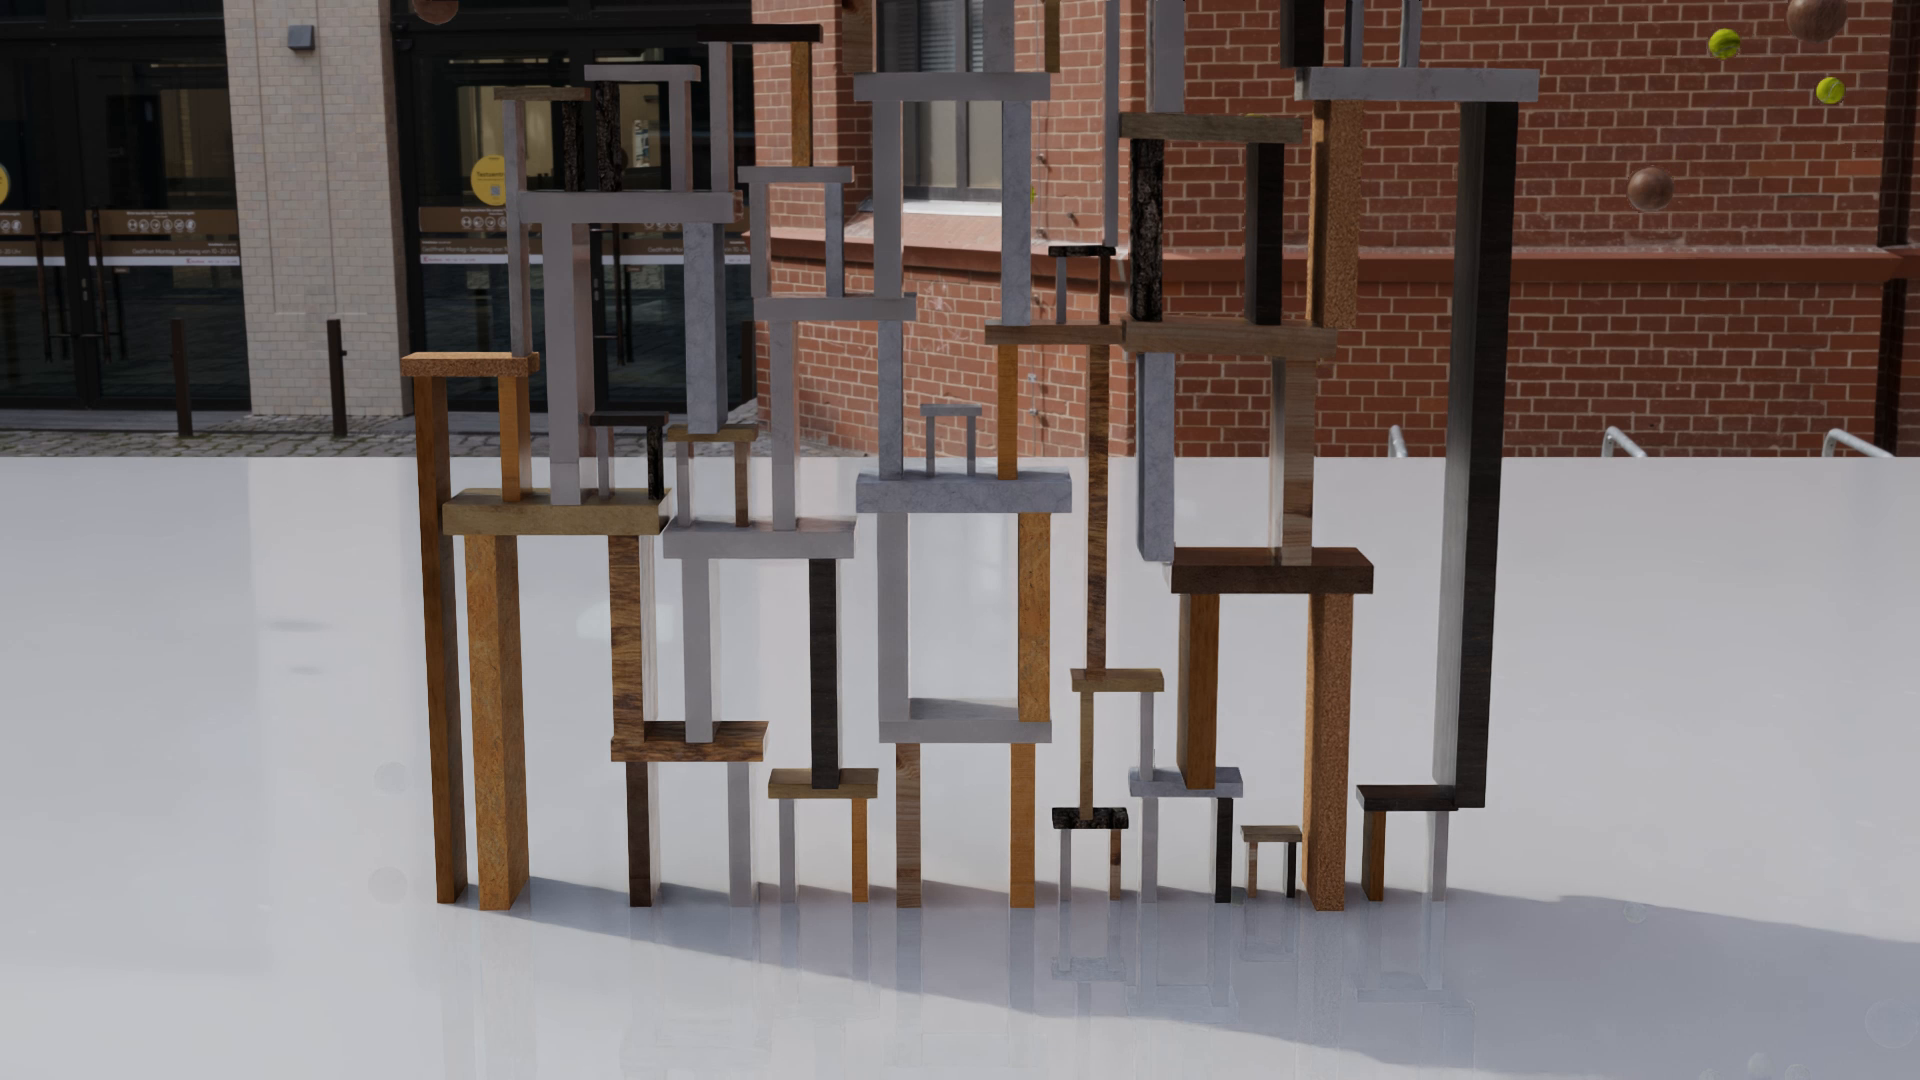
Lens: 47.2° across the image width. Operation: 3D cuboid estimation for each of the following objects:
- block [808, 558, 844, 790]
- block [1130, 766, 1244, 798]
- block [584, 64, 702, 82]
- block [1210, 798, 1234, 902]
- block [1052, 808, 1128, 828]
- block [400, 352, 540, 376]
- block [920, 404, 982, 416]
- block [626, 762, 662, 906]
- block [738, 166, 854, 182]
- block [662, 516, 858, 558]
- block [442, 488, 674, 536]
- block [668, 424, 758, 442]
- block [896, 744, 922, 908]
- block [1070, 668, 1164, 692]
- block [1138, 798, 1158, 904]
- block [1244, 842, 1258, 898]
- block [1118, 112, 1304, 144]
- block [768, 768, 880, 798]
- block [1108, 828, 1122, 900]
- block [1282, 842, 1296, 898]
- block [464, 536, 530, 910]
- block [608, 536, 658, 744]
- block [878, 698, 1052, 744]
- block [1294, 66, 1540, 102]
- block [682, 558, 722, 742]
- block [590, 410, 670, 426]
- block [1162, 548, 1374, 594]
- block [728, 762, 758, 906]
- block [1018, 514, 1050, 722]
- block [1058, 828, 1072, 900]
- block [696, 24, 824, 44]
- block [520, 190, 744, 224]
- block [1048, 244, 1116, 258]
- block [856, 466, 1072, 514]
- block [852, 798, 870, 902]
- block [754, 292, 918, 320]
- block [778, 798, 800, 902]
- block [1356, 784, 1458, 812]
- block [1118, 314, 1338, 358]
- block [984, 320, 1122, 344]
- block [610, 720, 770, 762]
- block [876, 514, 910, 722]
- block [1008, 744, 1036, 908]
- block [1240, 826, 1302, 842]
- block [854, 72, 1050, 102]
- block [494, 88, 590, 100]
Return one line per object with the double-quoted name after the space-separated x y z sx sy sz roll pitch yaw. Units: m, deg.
-0.219 0.203 3.599 0.043 0.380 0.151 0 11 0 "block"
0.372 0.399 3.629 0.182 0.026 0.091 0 11 3 "block"
-0.493 -0.726 3.422 0.169 0.024 0.085 0 11 0 "block"
0.434 0.501 3.653 0.026 0.182 0.091 0 11 0 "block"
0.215 0.461 3.643 0.123 0.017 0.062 0 11 0 "block"
-0.780 -0.281 3.510 0.200 0.028 0.100 0 11 0 "block"
-0.014 -0.208 3.521 0.098 0.014 0.049 0 11 0 "block"
-0.524 0.469 3.645 0.035 0.247 0.123 0 11 0 "block"
-0.256 -0.574 3.450 0.176 0.025 0.088 0 11 0 "block"
-0.320 -0.005 3.560 0.302 0.043 0.151 0 11 0 "block"
-0.646 -0.047 3.556 0.341 0.048 0.171 0 11 0 "block"
-0.396 -0.173 3.530 0.139 0.020 0.069 0 11 1 "block"
-0.084 0.453 3.645 0.040 0.279 0.140 0 11 0 "block"
0.256 0.229 3.599 0.149 0.021 0.075 0 11 0 "block"
0.312 0.501 3.652 0.026 0.182 0.091 0 11 1 "block"
0.485 0.542 3.664 0.014 0.096 0.048 0 11 0 "block"
0.386 -0.643 3.437 0.277 0.039 0.139 2 10 -1 "block"
-0.224 0.402 3.636 0.178 0.025 0.089 0 11 0 "block"
0.256 0.530 3.655 0.017 0.123 0.062 0 11 0 "block"
0.549 0.542 3.664 0.014 0.096 0.048 0 11 0 "block"
-0.760 0.283 3.617 0.048 0.623 0.171 0 11 0 "block"
-0.532 0.145 3.591 0.048 0.341 0.171 0 10 0 "block"
0.009 0.296 3.616 0.279 0.040 0.140 0 11 0 "block"
0.707 -0.708 3.425 0.346 0.049 0.173 1 11 1 "block"
-0.421 0.164 3.592 0.043 0.302 0.151 0 10 0 "block"
-0.529 -0.195 3.522 0.119 0.017 0.059 0 11 0 "block"
0.494 0.049 3.560 0.320 0.045 0.160 0 10 0 "block"
-0.360 0.469 3.644 0.035 0.247 0.123 0 11 0 "block"
0.120 0.109 3.581 0.048 0.340 0.170 0 11 1 "block"
0.174 0.530 3.655 0.017 0.123 0.062 0 11 0 "block"
-0.309 -0.784 3.410 0.188 0.027 0.094 0 11 0 "block"
-0.512 -0.526 3.461 0.327 0.046 0.163 0 11 0 "block"
0.193 -0.457 3.479 0.103 0.015 0.052 -1 11 0 "block"
0.007 -0.082 3.546 0.340 0.048 0.170 0 11 0 "block"
-0.165 0.502 3.655 0.025 0.178 0.089 0 11 0 "block"
-0.195 -0.371 3.489 0.253 0.036 0.126 0 11 0 "block"
-0.284 0.502 3.653 0.025 0.178 0.089 0 11 0 "block"
0.740 0.427 3.640 0.155 0.022 0.077 0 11 0 "block"
0.421 -0.325 3.492 0.329 0.047 0.164 2 10 0 "block"
0.147 -0.331 3.496 0.215 0.030 0.108 0 11 0 "block"
-0.442 0.331 3.619 0.247 0.035 0.123 0 11 0 "block"
-0.107 0.109 3.582 0.048 0.340 0.170 0 11 0 "block"
0.102 0.453 3.645 0.040 0.279 0.139 0 11 0 "block"
0.517 0.488 3.654 0.096 0.014 0.048 0 11 0 "block"
-0.012 -0.706 3.429 0.301 0.043 0.150 0 11 0 "block"
-0.651 -0.696 3.431 0.139 0.020 0.070 0 11 -2 "block"
